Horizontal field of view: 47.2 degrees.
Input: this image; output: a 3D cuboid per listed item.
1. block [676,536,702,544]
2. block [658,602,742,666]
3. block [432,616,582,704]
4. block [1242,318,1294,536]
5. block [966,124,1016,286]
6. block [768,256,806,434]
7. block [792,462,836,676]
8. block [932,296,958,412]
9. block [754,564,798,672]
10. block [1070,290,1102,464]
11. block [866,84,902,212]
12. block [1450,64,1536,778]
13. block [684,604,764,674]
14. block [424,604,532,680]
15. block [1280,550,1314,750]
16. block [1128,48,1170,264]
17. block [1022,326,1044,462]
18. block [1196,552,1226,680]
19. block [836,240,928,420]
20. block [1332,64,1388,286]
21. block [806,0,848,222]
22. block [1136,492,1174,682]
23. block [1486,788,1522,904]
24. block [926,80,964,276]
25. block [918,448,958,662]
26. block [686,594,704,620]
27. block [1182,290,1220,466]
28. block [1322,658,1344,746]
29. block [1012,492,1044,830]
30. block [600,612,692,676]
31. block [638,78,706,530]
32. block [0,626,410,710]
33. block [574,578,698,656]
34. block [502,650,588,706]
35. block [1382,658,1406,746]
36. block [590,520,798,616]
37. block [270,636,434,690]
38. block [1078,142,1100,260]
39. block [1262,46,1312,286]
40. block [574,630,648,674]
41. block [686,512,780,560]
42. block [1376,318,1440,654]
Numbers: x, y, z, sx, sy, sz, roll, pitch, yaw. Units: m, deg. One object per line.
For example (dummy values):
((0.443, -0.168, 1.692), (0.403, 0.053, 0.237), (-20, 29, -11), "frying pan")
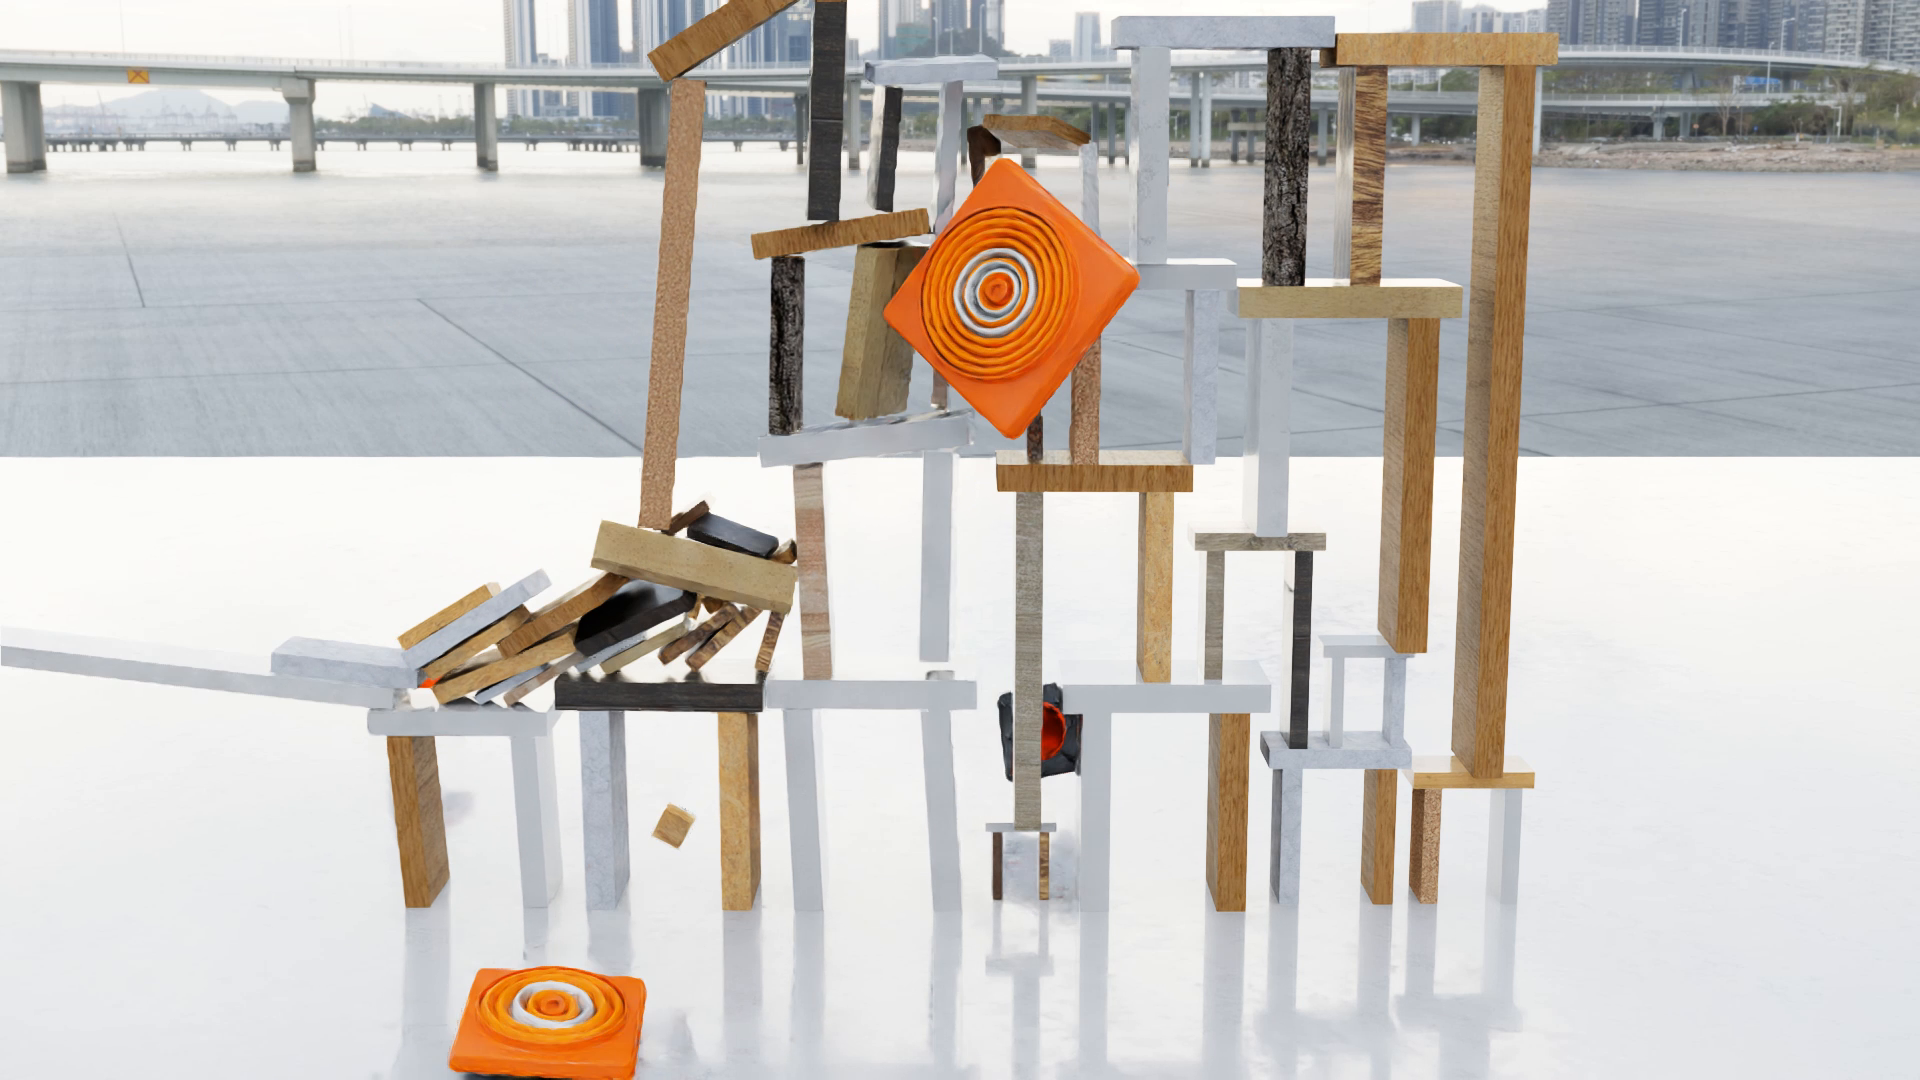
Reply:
((-0.410, 0.024, 3.568), (0.135, 0.019, 0.068), (10, 18, 2), "block")
((-0.425, 0.146, 3.591), (0.152, 0.022, 0.076), (-36, 11, 4), "block")
((-0.730, 0.192, 3.600), (0.259, 0.032, 0.112), (-21, 13, 14), "block")
((0.491, -0.190, 3.521), (0.049, 0.345, 0.172), (0, 10, -1), "block")
((0.051, -0.531, 3.536), (0.024, 0.256, 0.086), (-10, -12, 21), "block")
((-0.276, -0.313, 3.519), (0.039, 0.277, 0.139), (2, 8, 2), "block")
((-0.236, 0.039, 3.576), (0.047, 0.334, 0.167), (-2, 10, -1), "block")
((-0.024, -0.298, 3.533), (0.025, 0.174, 0.087), (4, -3, 4), "block")
((-0.299, 0.125, 3.586), (0.024, 0.168, 0.084), (17, 7, -6), "block")
((0.200, -0.267, 3.505), (0.039, 0.275, 0.138), (0, 11, 0), "block")
((-0.120, -0.620, 3.457), (0.027, 0.192, 0.096), (2, 18, -13), "block")
((0.851, -0.184, 3.524), (0.047, 1.125, 0.167), (0, 11, 0), "block")
((-0.379, 0.145, 3.594), (0.171, 0.024, 0.084), (-42, 11, -2), "block")
((-0.782, 0.165, 3.568), (0.171, 0.024, 0.086), (-30, 9, 20), "block")
((0.549, 0.169, 3.592), (0.030, 0.328, 0.105), (0, 11, -1), "block")
((0.296, -0.602, 3.447), (0.046, 0.328, 0.164), (0, 11, 0), "block")
((0.116, -0.235, 3.517), (0.025, 0.207, 0.087), (-2, 11, -1), "block")
((0.408, 0.112, 3.579), (0.030, 0.211, 0.105), (0, 11, 0), "block")
((-0.125, -0.337, 3.527), (0.039, 0.277, 0.139), (19, 19, 31), "block")
((0.627, -0.572, 3.450), (0.047, 0.335, 0.167), (0, 11, 0), "block")
((-0.210, -0.681, 3.447), (0.049, 0.349, 0.175), (2, 12, -5), "block")
((0.317, 0.062, 3.575), (0.044, 0.310, 0.155), (0, 11, 0), "block")
((0.903, 0.493, 3.650), (0.028, 0.197, 0.099), (0, 11, 0), "block")
((-0.024, -0.583, 3.531), (0.027, 0.310, 0.096), (3, 11, -6), "block")
((-0.033, 0.019, 3.549), (0.047, 0.334, 0.167), (1, 6, 3), "block")
((-0.423, 0.082, 3.591), (0.014, 0.096, 0.048), (19, 0, -11), "block")
((0.383, -0.266, 3.505), (0.039, 0.275, 0.138), (0, 11, 0), "block")
((0.613, 0.257, 3.609), (0.021, 0.148, 0.074), (0, 11, 0), "block")
((0.110, 0.184, 3.597), (0.044, 0.557, 0.155), (0, 11, 0), "block")
((-0.514, 0.169, 3.594), (0.152, 0.022, 0.076), (-27, 11, 1), "block")
((-0.458, -0.376, 3.505), (0.049, 0.701, 0.175), (5, 10, -7), "block")
((-1.271, 0.205, 3.590), (0.721, 0.034, 0.119), (7, 10, -2), "block")
((-0.511, 0.099, 3.510), (0.224, 0.032, 0.112), (-24, 37, 25), "block")
((-0.665, 0.211, 3.592), (0.175, 0.017, 0.061), (-32, 12, 6), "block")
((0.712, 0.257, 3.609), (0.021, 0.148, 0.074), (0, 11, 0), "block")
((-0.415, 0.043, 3.445), (0.317, 0.024, 0.086), (14, 43, -10), "block")
((-0.996, 0.201, 3.613), (0.238, 0.034, 0.119), (7, 10, -2), "block")
((0.204, -0.533, 3.466), (0.024, 0.173, 0.086), (-2, 3, 0), "block")
((0.512, -0.586, 3.454), (0.046, 0.362, 0.164), (0, 11, 0), "block")
((-0.570, 0.176, 3.591), (0.121, 0.017, 0.061), (-28, 12, 0), "block")
((-0.366, -0.003, 3.552), (0.135, 0.019, 0.068), (20, 28, 9), "block")
((0.720, -0.097, 3.536), (0.049, 0.533, 0.172), (0, 11, 0), "block")
